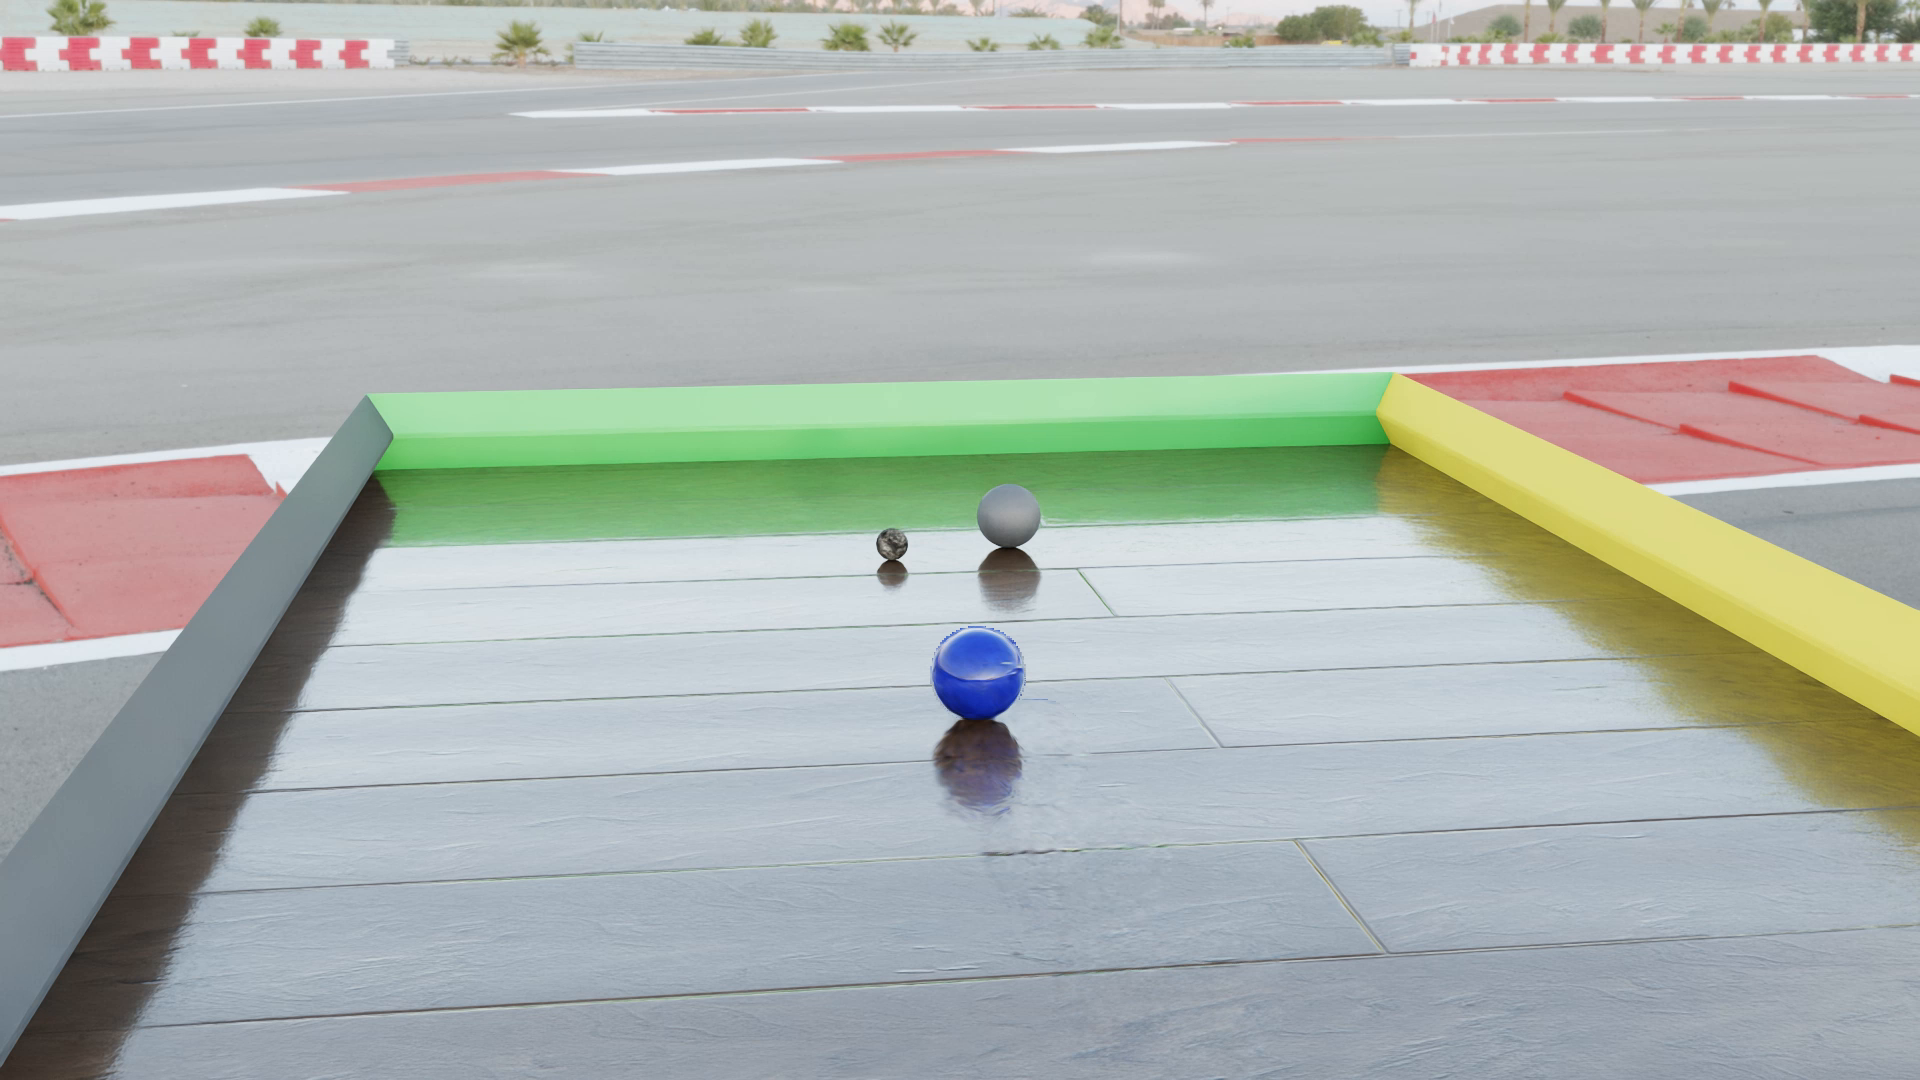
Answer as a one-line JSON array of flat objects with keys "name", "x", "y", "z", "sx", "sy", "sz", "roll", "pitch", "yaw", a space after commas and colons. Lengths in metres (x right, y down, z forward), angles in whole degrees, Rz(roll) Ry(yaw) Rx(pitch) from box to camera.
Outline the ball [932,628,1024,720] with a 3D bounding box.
[{"name": "ball", "x": 0.018, "y": 0.137, "z": 2.241, "sx": 0.094, "sy": 0.094, "sz": 0.094, "roll": 0, "pitch": 13, "yaw": 0}]

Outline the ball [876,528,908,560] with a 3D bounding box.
[{"name": "ball", "x": -0.090, "y": 0.006, "z": 2.922, "sx": 0.043, "sy": 0.043, "sz": 0.043, "roll": 0, "pitch": 13, "yaw": 0}]

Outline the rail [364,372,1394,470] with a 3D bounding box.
[{"name": "rail", "x": -0.102, "y": -0.194, "z": 3.606, "sx": 1.701, "sy": 0.122, "sz": 0.045, "roll": -2, "pitch": 13, "yaw": -8}]

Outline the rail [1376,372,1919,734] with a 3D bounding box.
[{"name": "rail", "x": 0.924, "y": 0.117, "z": 2.262, "sx": 0.045, "sy": 0.122, "sz": 3.060, "roll": -2, "pitch": 13, "yaw": -8}]

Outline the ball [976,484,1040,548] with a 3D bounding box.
[{"name": "ball", "x": 0.066, "y": -0.033, "z": 2.989, "sx": 0.087, "sy": 0.087, "sz": 0.087, "roll": 0, "pitch": 13, "yaw": 0}]

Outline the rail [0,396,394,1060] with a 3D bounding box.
[{"name": "rail", "x": -0.714, "y": 0.168, "z": 2.041, "sx": 0.045, "sy": 0.122, "sz": 3.060, "roll": -2, "pitch": 13, "yaw": -8}]
